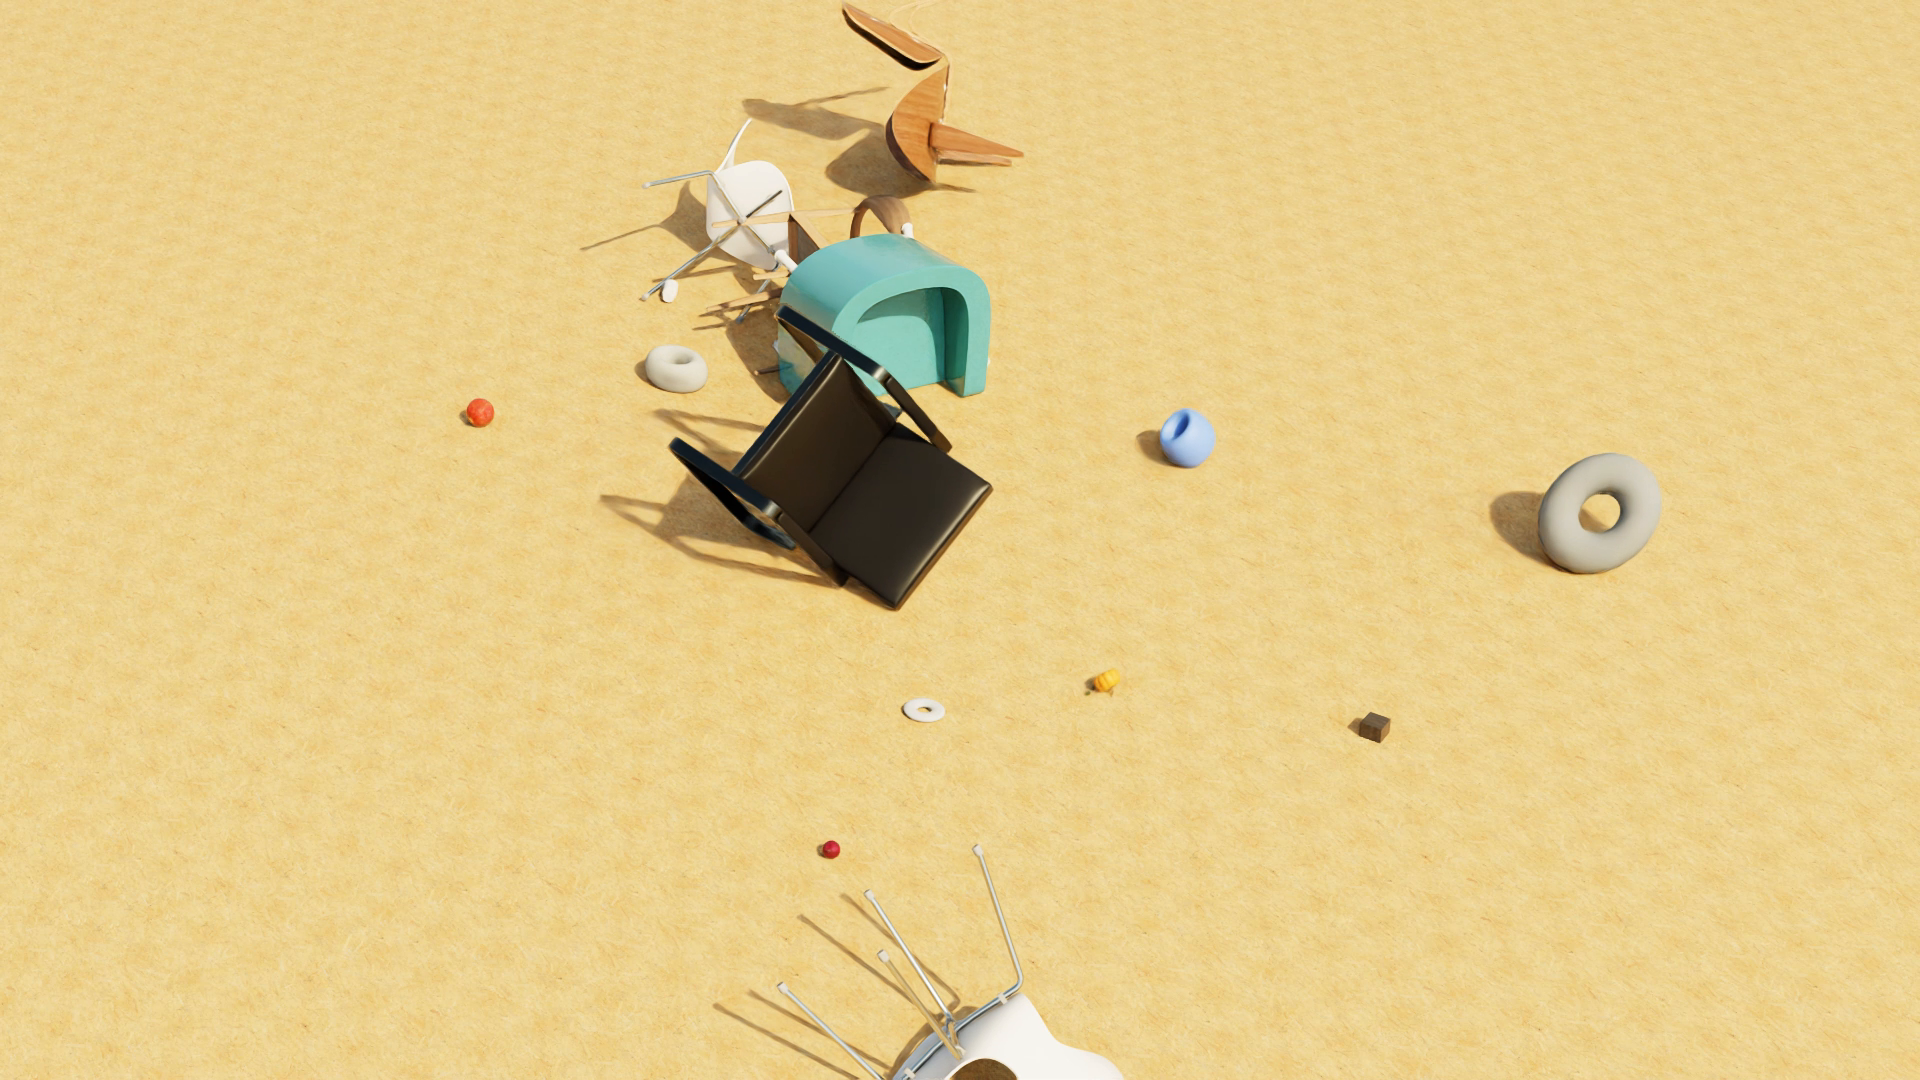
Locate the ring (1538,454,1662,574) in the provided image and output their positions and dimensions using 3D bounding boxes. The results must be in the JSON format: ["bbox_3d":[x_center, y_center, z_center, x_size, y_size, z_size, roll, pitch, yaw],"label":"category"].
[{"bbox_3d":[2.345,-0.097,10.757,0.484,0.165,0.405,-45,78,2],"label":"ring"}]

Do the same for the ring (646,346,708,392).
[{"bbox_3d":[-1.148,-0.693,11.880,0.281,0.130,0.201,20,40,25],"label":"ring"}]

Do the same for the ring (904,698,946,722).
[{"bbox_3d":[-0.122,0.582,10.036,0.149,0.028,0.120,14,37,21],"label":"ring"}]

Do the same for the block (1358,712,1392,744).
[{"bbox_3d":[1.405,0.635,9.928,0.079,0.058,0.075,20,38,27],"label":"block"}]

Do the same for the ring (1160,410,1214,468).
[{"bbox_3d":[0.882,-0.392,11.362,0.198,0.161,0.221,-18,44,36],"label":"ring"}]
